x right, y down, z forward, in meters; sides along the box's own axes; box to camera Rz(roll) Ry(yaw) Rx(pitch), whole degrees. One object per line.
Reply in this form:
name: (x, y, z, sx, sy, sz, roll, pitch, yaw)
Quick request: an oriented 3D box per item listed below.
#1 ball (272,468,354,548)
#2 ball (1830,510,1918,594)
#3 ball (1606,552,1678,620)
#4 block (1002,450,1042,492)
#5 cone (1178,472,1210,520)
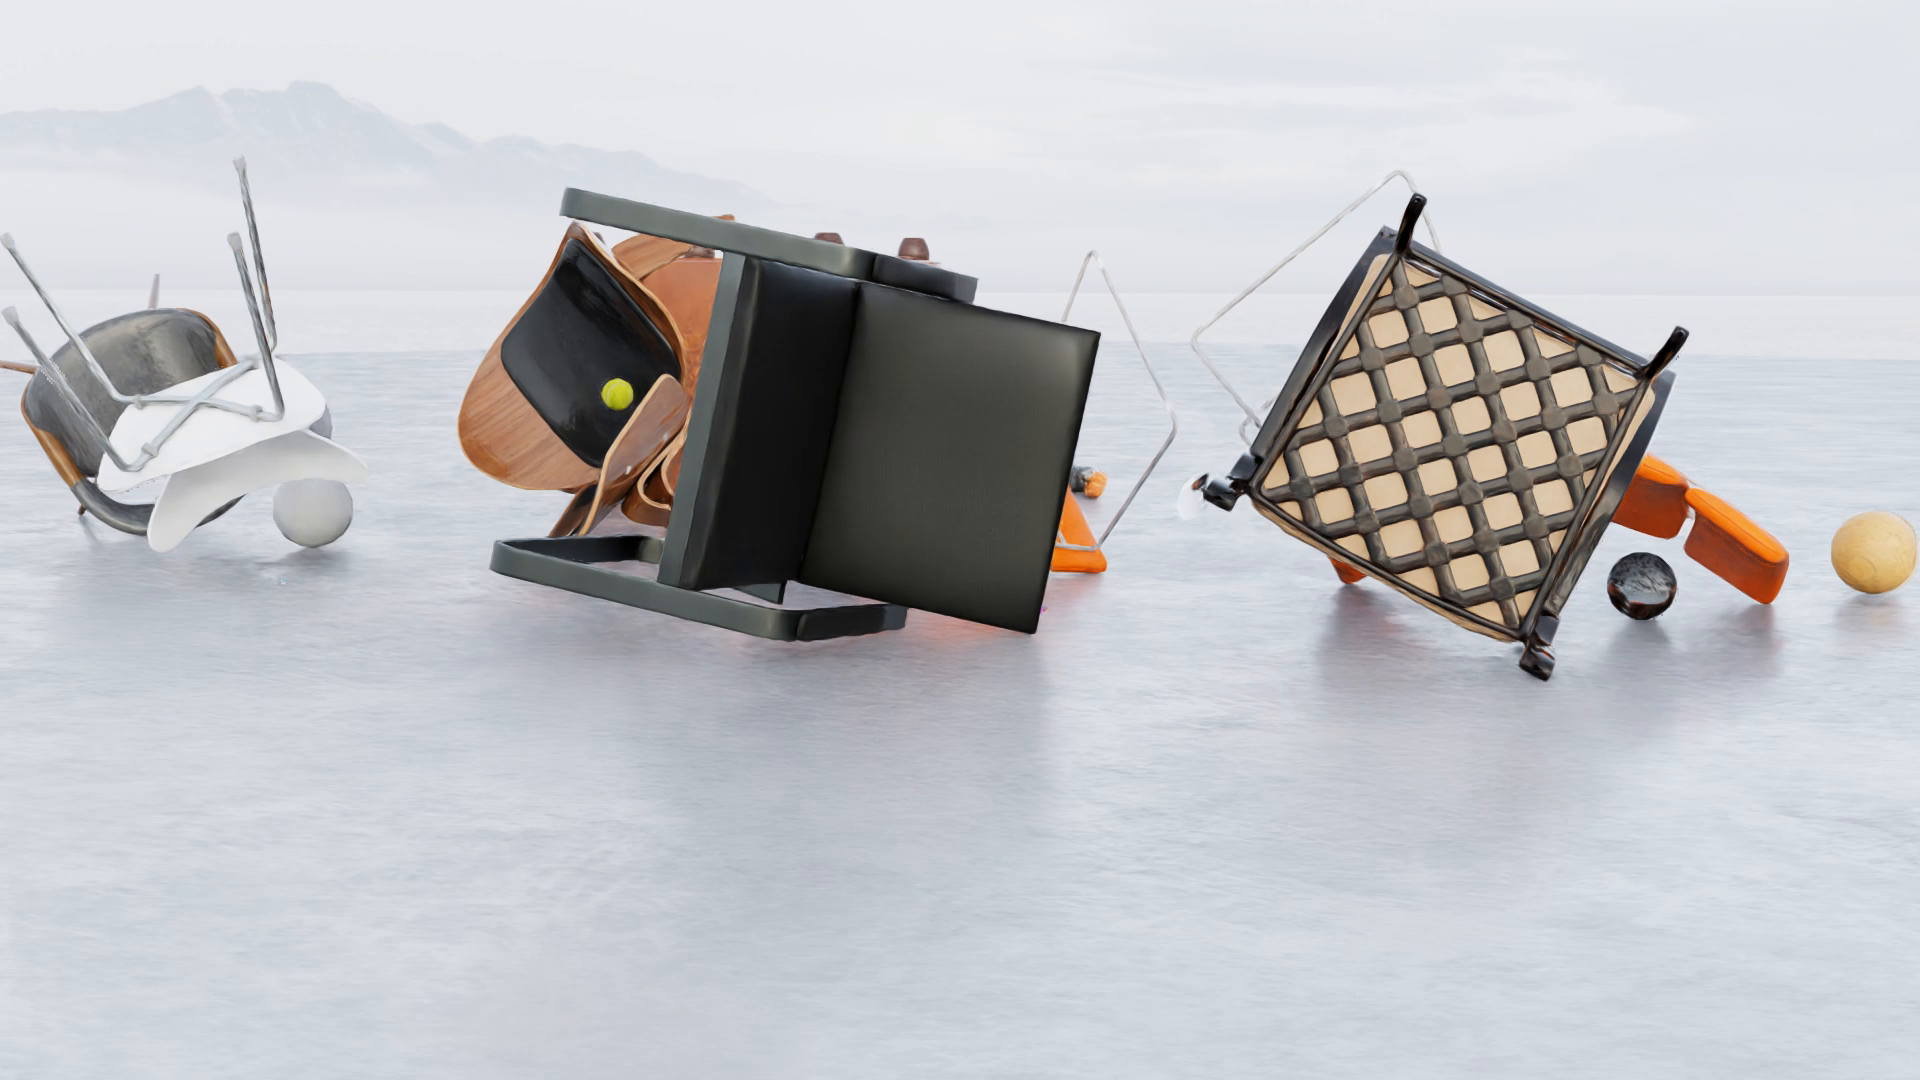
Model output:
ball: (-1.571, -0.077, 6.230, 0.191, 0.191, 0.191, 0, 6, 0)
ball: (1.897, 0.026, 5.326, 0.172, 0.172, 0.172, 0, 6, 0)
ball: (1.308, 0.088, 4.922, 0.131, 0.131, 0.131, 0, 6, 0)
block: (0.184, -0.204, 7.648, 0.066, 0.095, 0.075, -38, -12, 5)
cone: (0.648, -0.150, 6.906, 0.071, 0.156, 0.147, 25, -31, -1)
